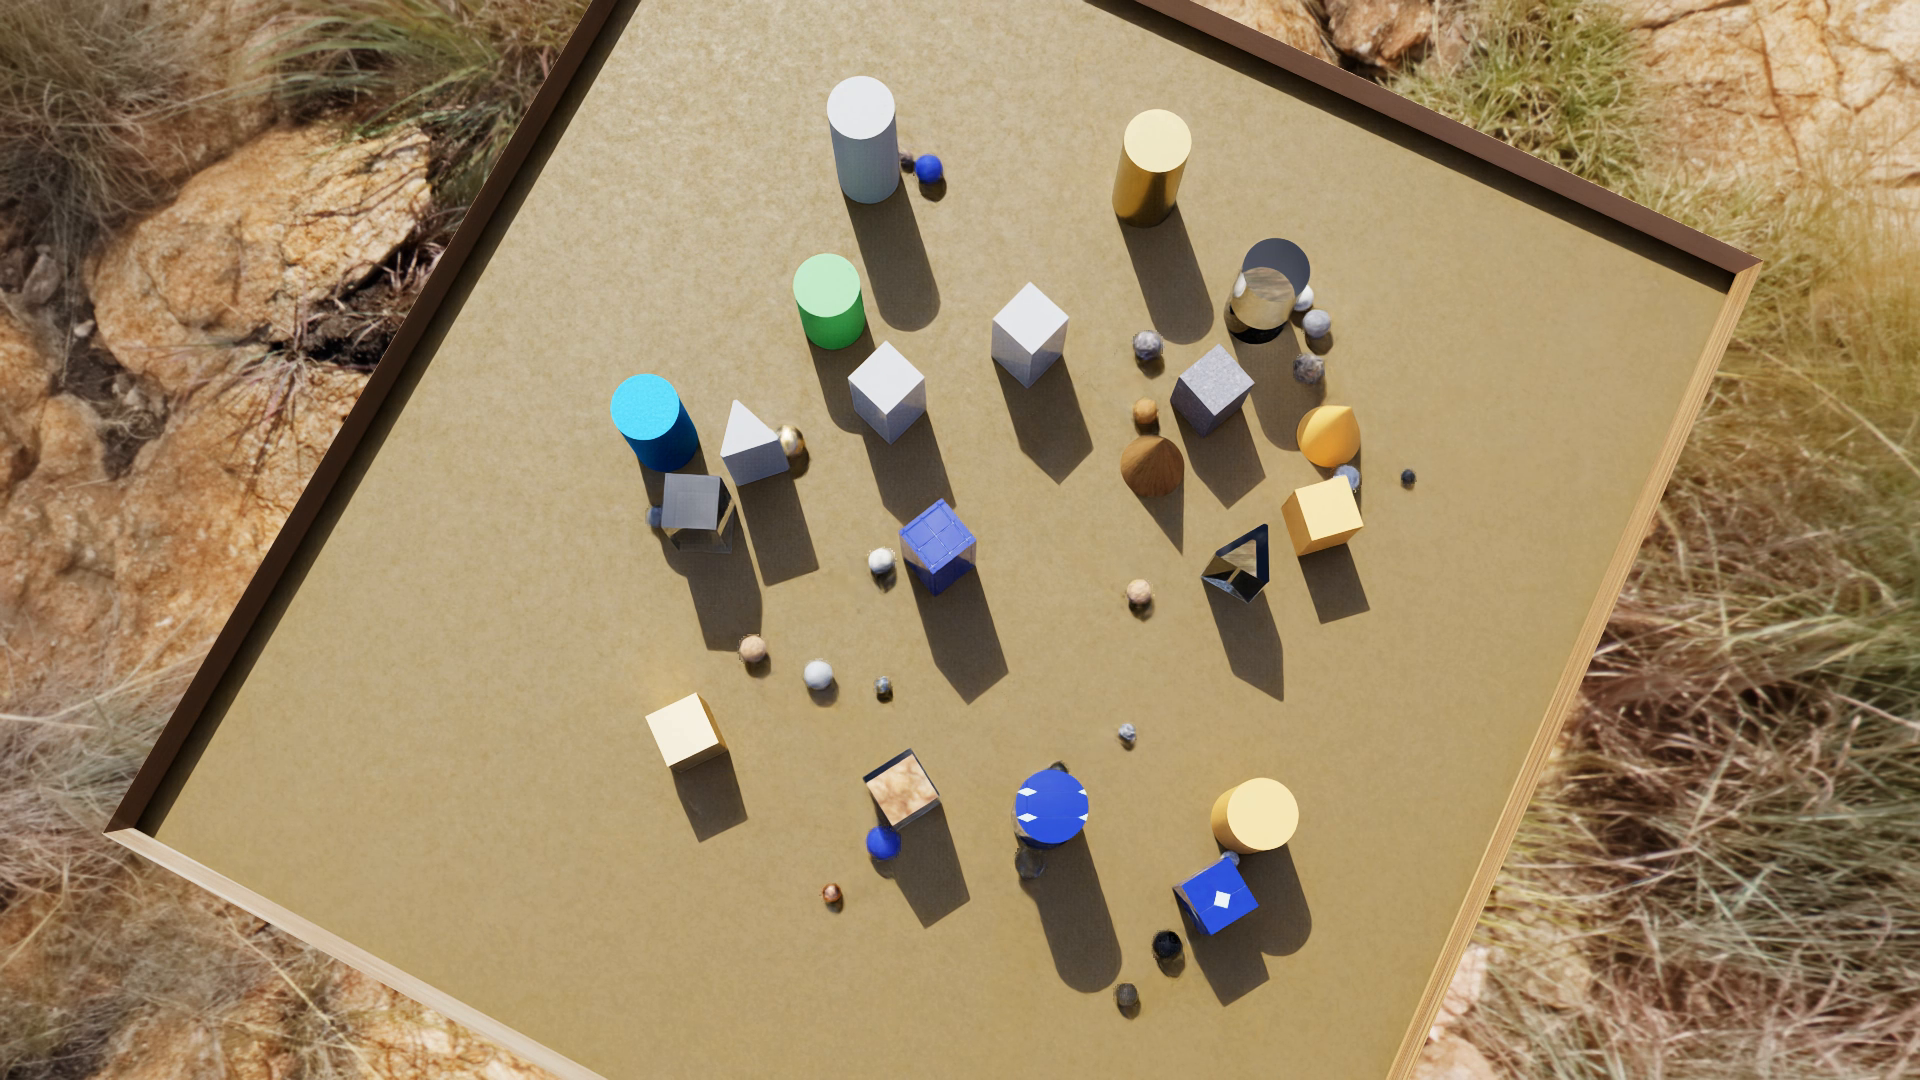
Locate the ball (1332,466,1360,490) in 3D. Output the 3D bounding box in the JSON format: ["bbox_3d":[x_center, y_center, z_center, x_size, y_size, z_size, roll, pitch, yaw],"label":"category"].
[{"bbox_3d":[1.182,-0.188,5.613,0.084,0.084,0.084,0,78,0],"label":"ball"}]

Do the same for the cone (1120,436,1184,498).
[{"bbox_3d":[0.595,-0.262,5.501,0.199,0.334,0.199,0,78,0],"label":"cone"}]

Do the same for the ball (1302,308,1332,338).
[{"bbox_3d":[1.113,-0.677,5.712,0.087,0.087,0.087,0,78,0],"label":"ball"}]

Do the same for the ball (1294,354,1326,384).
[{"bbox_3d":[1.083,-0.531,5.678,0.095,0.095,0.095,0,78,0],"label":"ball"}]

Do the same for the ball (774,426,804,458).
[{"bbox_3d":[-0.527,-0.303,5.629,0.099,0.099,0.099,0,78,0],"label":"ball"}]

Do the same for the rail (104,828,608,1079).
[{"bbox_3d":[-0.837,1.646,5.209,3.665,0.129,0.045,26,80,5],"label":"rail"}]

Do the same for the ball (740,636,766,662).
[{"bbox_3d":[-0.621,0.329,5.507,0.081,0.081,0.081,0,78,0],"label":"ball"}]

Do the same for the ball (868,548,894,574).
[{"bbox_3d":[-0.240,0.064,5.563,0.078,0.078,0.078,0,78,0],"label":"ball"}]

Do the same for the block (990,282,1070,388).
[{"bbox_3d":[0.209,-0.616,5.562,0.159,0.358,0.159,43,82,8],"label":"block"}]

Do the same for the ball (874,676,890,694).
[{"bbox_3d":[-0.233,0.436,5.500,0.051,0.051,0.051,0,78,0],"label":"ball"}]

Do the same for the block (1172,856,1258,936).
[{"bbox_3d":[0.733,1.027,5.281,0.159,0.241,0.159,-30,80,-6],"label":"block"}]

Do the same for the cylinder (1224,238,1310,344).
[{"bbox_3d":[0.928,-0.751,5.567,0.199,0.401,0.199,0,78,0],"label":"cylinder"}]

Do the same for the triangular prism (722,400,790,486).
[{"bbox_3d":[-0.631,-0.301,5.492,0.172,0.366,0.149,-18,79,-4],"label":"triangular prism"}]

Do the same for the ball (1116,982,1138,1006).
[{"bbox_3d":[0.483,1.317,5.310,0.067,0.067,0.067,0,78,0],"label":"ball"}]

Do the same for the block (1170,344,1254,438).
[{"bbox_3d":[0.764,-0.451,5.576,0.159,0.263,0.159,-39,81,-7],"label":"block"}]

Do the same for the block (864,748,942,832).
[{"bbox_3d":[-0.165,0.725,5.299,0.159,0.329,0.159,-32,80,-6],"label":"block"}]

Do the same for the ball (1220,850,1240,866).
[{"bbox_3d":[0.795,0.942,5.393,0.055,0.055,0.055,0,78,0],"label":"ball"}]

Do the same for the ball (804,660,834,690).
[{"bbox_3d":[-0.424,0.404,5.488,0.088,0.088,0.088,0,78,0],"label":"ball"}]

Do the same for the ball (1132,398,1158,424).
[{"bbox_3d":[0.571,-0.398,5.658,0.080,0.080,0.080,0,78,0],"label":"ball"}]

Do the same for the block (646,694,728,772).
[{"bbox_3d":[-0.798,0.568,5.377,0.159,0.240,0.159,-25,79,-5],"label":"block"}]

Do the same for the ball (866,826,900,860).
[{"bbox_3d":[-0.227,0.887,5.382,0.099,0.099,0.099,0,78,0],"label":"ball"}]

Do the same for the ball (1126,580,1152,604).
[{"bbox_3d":[0.542,0.157,5.545,0.077,0.077,0.077,0,78,0],"label":"ball"}]

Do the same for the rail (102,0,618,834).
[{"bbox_3d":[-1.618,-0.785,5.712,0.045,0.129,3.791,26,80,5],"label":"rail"}]

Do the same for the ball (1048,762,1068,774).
[{"bbox_3d":[0.292,0.689,5.444,0.059,0.059,0.059,0,78,0],"label":"ball"}]

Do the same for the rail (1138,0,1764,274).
[{"bbox_3d":[0.837,-1.633,5.888,3.665,0.129,0.045,26,80,5],"label":"rail"}]

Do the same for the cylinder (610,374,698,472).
[{"bbox_3d":[-0.911,-0.346,5.491,0.199,0.387,0.199,0,78,0],"label":"cylinder"}]

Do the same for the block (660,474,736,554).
[{"bbox_3d":[-0.775,-0.075,5.451,0.159,0.355,0.159,3,78,1],"label":"block"}]

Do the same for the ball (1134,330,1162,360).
[{"bbox_3d":[0.583,-0.606,5.697,0.089,0.089,0.089,0,78,0],"label":"ball"}]

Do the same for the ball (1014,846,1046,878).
[{"bbox_3d":[0.205,0.944,5.368,0.091,0.091,0.091,0,78,0],"label":"ball"}]

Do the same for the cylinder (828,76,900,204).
[{"bbox_3d":[-0.291,-1.219,5.617,0.199,0.494,0.199,0,78,0],"label":"cylinder"}]

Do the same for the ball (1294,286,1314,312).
[{"bbox_3d":[1.064,-0.758,5.730,0.086,0.086,0.086,0,78,0],"label":"ball"}]

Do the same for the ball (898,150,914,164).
[{"bbox_3d":[-0.173,-1.223,5.846,0.046,0.046,0.046,0,78,0],"label":"ball"}]

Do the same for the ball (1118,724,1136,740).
[{"bbox_3d":[0.498,0.572,5.472,0.052,0.052,0.052,0,78,0],"label":"ball"}]

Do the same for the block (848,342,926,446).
[{"bbox_3d":[-0.216,-0.439,5.527,0.159,0.353,0.159,44,82,8],"label":"block"}]

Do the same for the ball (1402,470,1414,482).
[{"bbox_3d":[1.377,-0.197,5.637,0.040,0.040,0.040,0,78,0],"label":"ball"}]

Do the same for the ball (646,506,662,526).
[{"bbox_3d":[-0.926,-0.072,5.599,0.064,0.064,0.064,0,78,0],"label":"ball"}]

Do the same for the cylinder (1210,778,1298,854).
[{"bbox_3d":[0.844,0.798,5.276,0.199,0.343,0.199,0,78,0],"label":"cylinder"}]

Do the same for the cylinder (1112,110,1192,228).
[{"bbox_3d":[0.583,-1.132,5.623,0.199,0.447,0.199,0,78,0],"label":"cylinder"}]

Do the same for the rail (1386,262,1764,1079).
[{"bbox_3d":[1.618,0.799,5.384,0.045,0.129,3.791,26,80,5],"label":"rail"}]

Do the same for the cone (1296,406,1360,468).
[{"bbox_3d":[1.144,-0.356,5.520,0.199,0.334,0.199,0,78,0],"label":"cone"}]

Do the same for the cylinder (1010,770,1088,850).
[{"bbox_3d":[0.250,0.772,5.213,0.199,0.477,0.199,0,78,0],"label":"cylinder"}]

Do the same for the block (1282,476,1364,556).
[{"bbox_3d":[1.085,-0.070,5.507,0.159,0.244,0.159,-16,79,-3],"label":"block"}]

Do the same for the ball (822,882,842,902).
[{"bbox_3d":[-0.377,1.034,5.373,0.057,0.057,0.057,0,78,0],"label":"ball"}]

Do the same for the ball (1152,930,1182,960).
[{"bbox_3d":[0.603,1.179,5.329,0.086,0.086,0.086,0,78,0],"label":"ball"}]

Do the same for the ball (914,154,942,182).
[{"bbox_3d":[-0.100,-1.179,5.815,0.089,0.089,0.089,0,78,0],"label":"ball"}]

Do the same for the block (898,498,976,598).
[{"bbox_3d":[-0.064,0.027,5.415,0.159,0.383,0.159,-38,81,-7],"label":"block"}]

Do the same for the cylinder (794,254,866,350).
[{"bbox_3d":[-0.397,-0.726,5.604,0.199,0.318,0.199,0,78,0],"label":"cylinder"}]

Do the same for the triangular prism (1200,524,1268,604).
[{"bbox_3d":[0.844,0.052,5.428,0.172,0.348,0.149,30,80,6],"label":"triangular prism"}]
